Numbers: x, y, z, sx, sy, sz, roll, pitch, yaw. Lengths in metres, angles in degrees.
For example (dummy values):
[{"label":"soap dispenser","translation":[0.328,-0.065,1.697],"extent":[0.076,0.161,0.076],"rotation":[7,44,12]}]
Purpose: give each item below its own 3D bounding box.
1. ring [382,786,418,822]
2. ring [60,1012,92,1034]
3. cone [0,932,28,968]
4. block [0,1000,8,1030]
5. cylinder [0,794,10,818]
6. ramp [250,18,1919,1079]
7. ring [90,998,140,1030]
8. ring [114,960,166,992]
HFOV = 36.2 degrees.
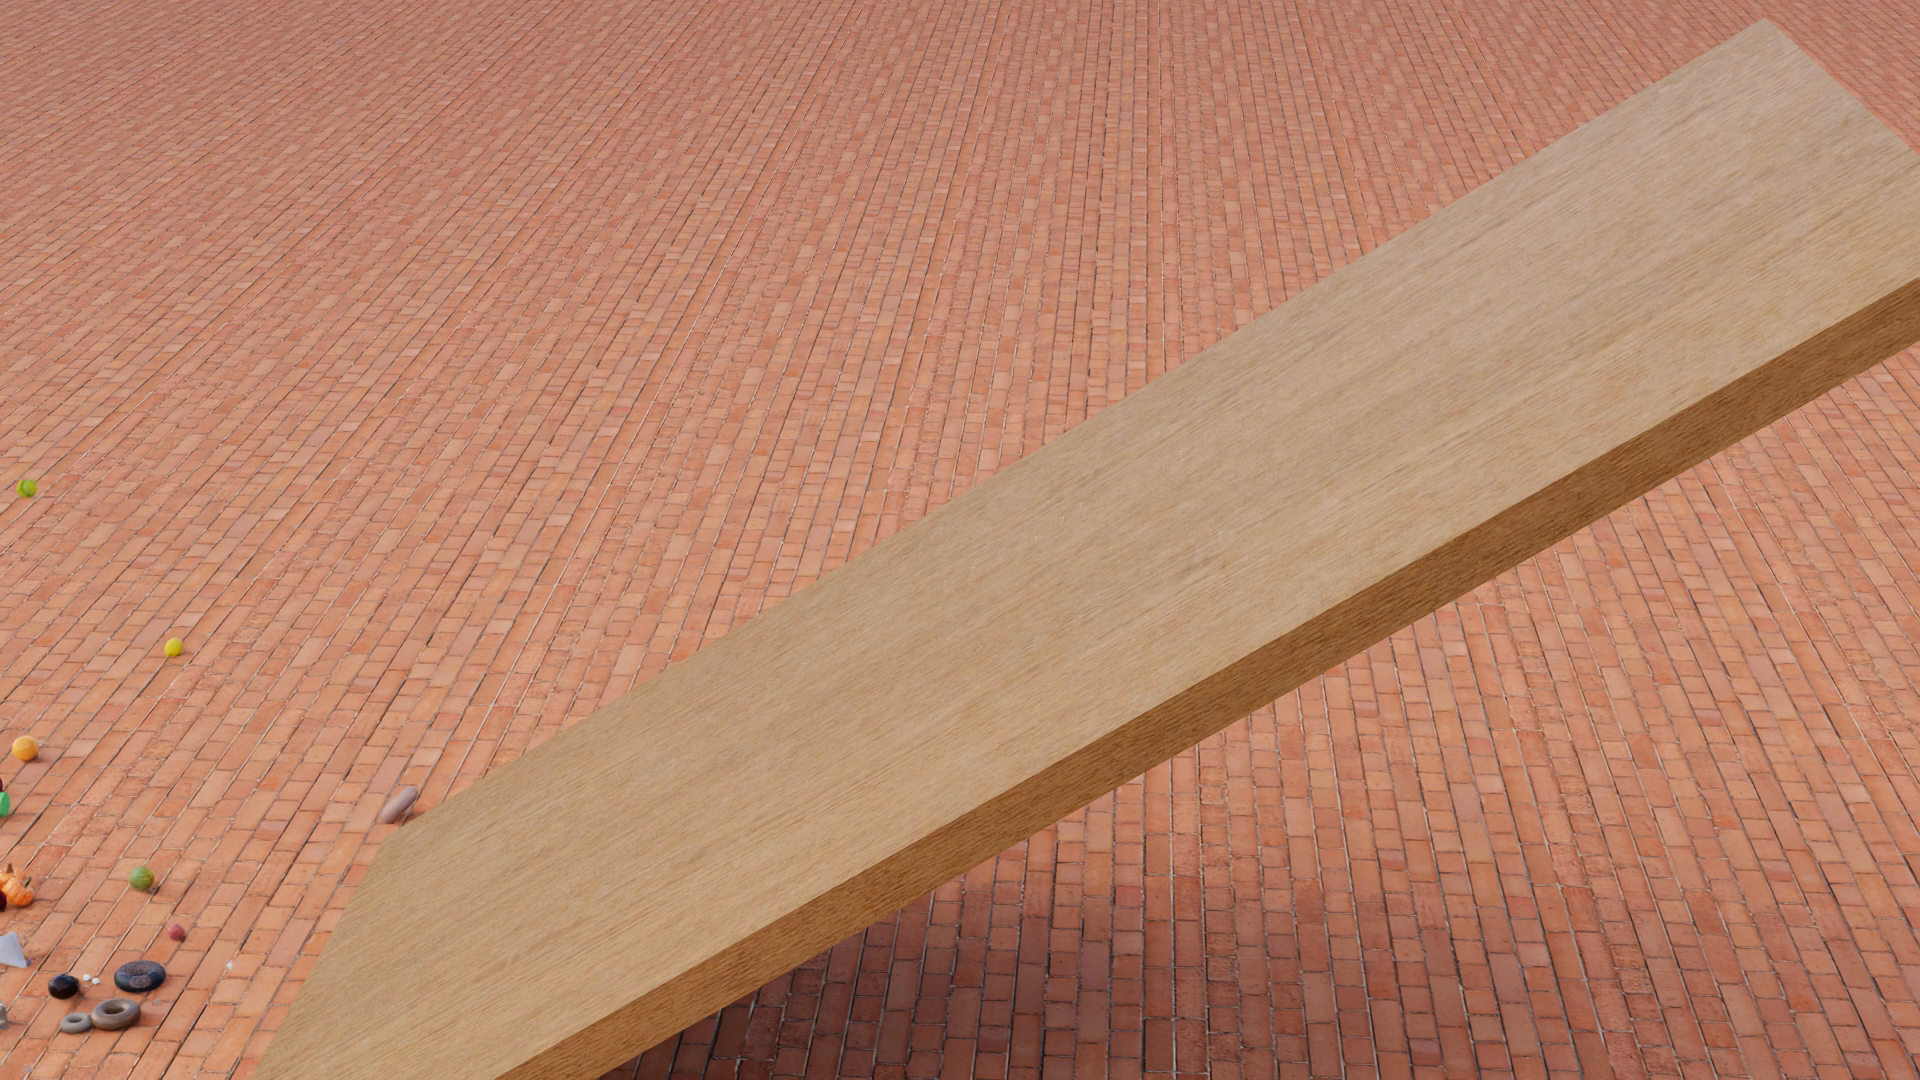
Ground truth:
[{"label":"ring","translation":[-1.516,0.714,7.955],"extent":[0.041,0.122,0.122],"rotation":[46,26,-2]},{"label":"ring","translation":[-2.077,1.135,6.911],"extent":[0.075,0.025,0.075],"rotation":[-1,21,0]},{"label":"cone","translation":[-2.312,1.022,7.198],"extent":[0.090,0.090,0.090],"rotation":[37,33,16]},{"label":"block","translation":[-2.277,1.117,6.910],"extent":[0.058,0.058,0.058],"rotation":[-13,24,-31]},{"label":"cylinder","translation":[-2.625,0.719,7.990],"extent":[0.065,0.065,0.065],"rotation":[13,18,-10]},{"label":"ramp","translation":[0.140,0.170,6.294],"extent":[4.000,0.100,2.000],"rotation":[-31,15,14]},{"label":"ring","translation":[-1.991,1.119,6.936],"extent":[0.116,0.039,0.116],"rotation":[-1,20,1]},{"label":"ring","translation":[-1.982,1.055,7.108],"extent":[0.122,0.041,0.122],"rotation":[1,19,0]}]
